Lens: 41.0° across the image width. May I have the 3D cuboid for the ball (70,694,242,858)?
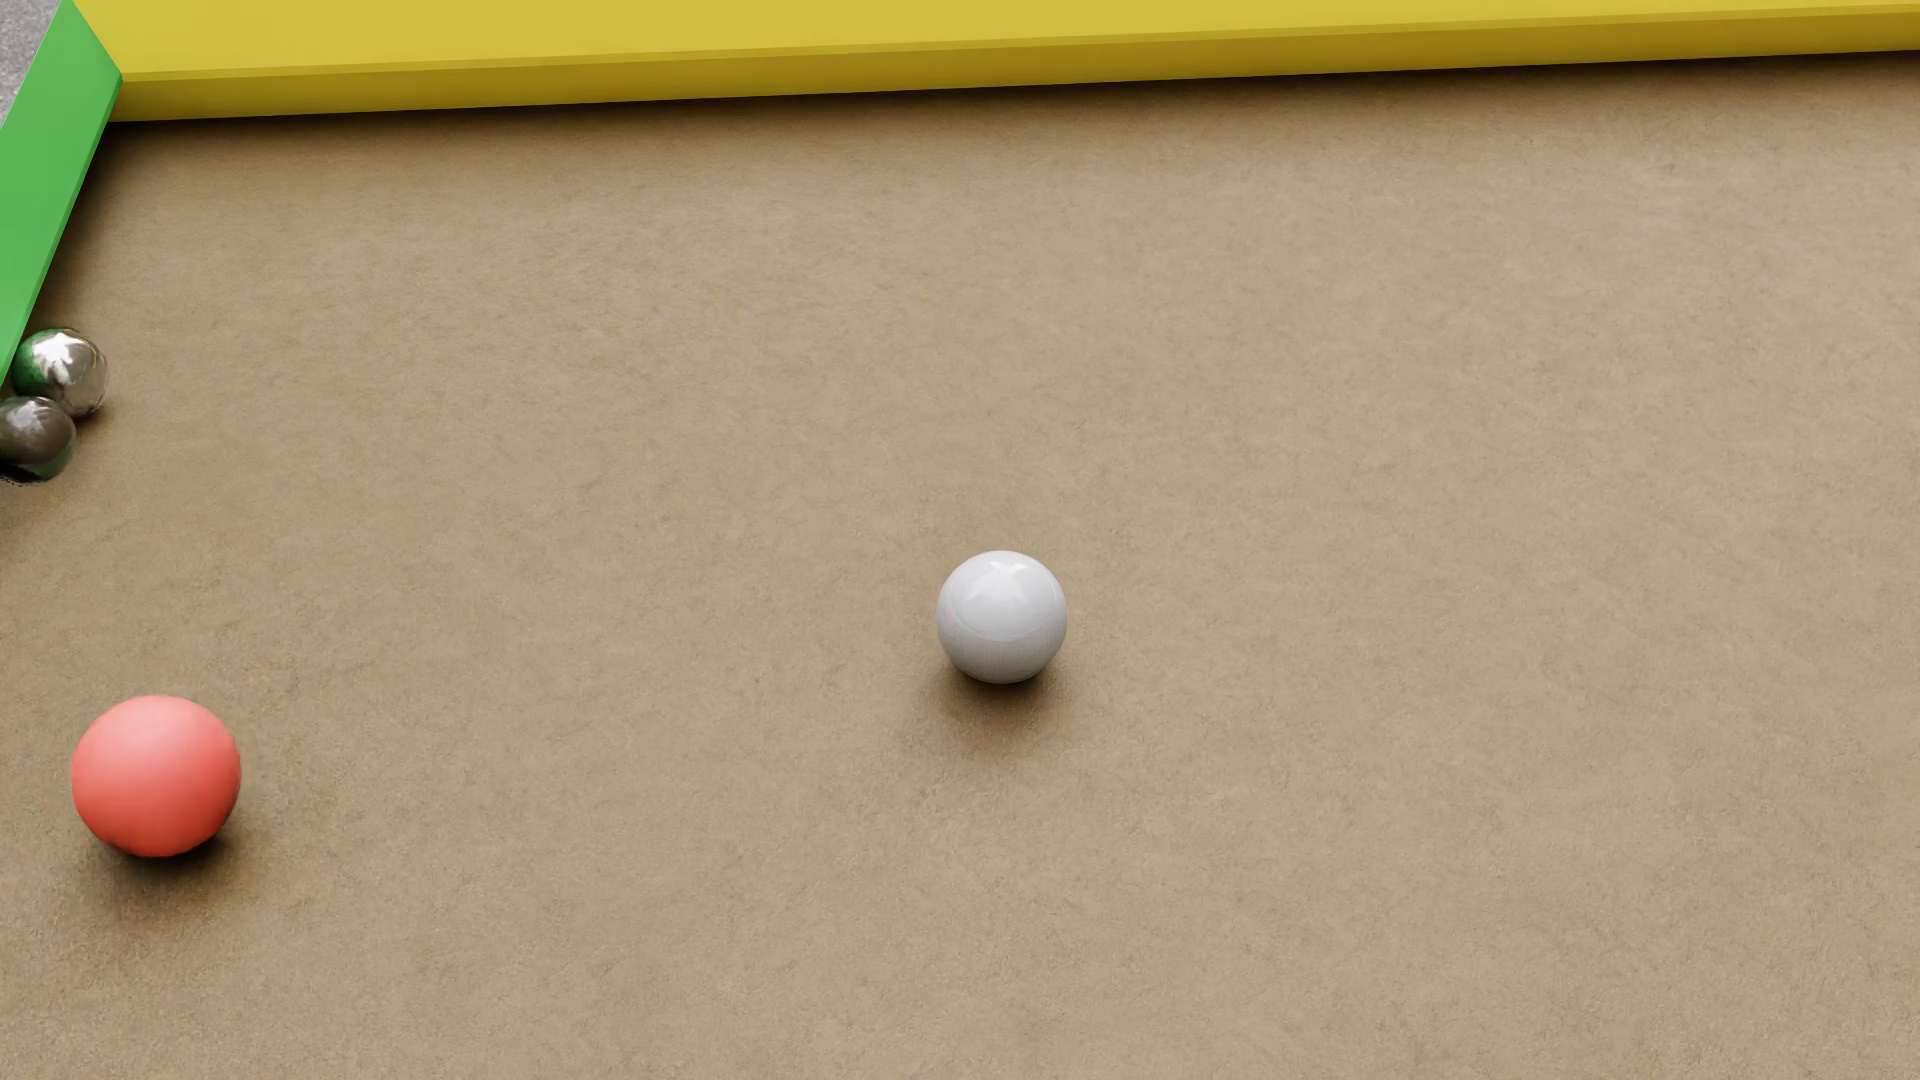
[{"bbox_3d":[-0.469,0.138,1.498,0.095,0.095,0.095,0,36,0],"label":"ball"}]

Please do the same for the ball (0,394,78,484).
[{"bbox_3d":[-0.659,-0.071,1.817,0.064,0.064,0.064,0,36,0],"label":"ball"}]

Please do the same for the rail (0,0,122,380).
[{"bbox_3d":[-0.684,0.017,1.641,0.045,0.124,1.533,-3,36,-4],"label":"rail"}]

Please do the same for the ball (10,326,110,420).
[{"bbox_3d":[-0.661,-0.122,1.885,0.069,0.069,0.069,0,36,0],"label":"ball"}]

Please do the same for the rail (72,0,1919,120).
[{"bbox_3d":[0.640,-0.487,2.346,2.841,0.124,0.045,-3,36,-4],"label":"rail"}]

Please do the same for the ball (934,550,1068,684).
[{"bbox_3d":[0.027,0.049,1.631,0.085,0.085,0.085,0,36,0],"label":"ball"}]
